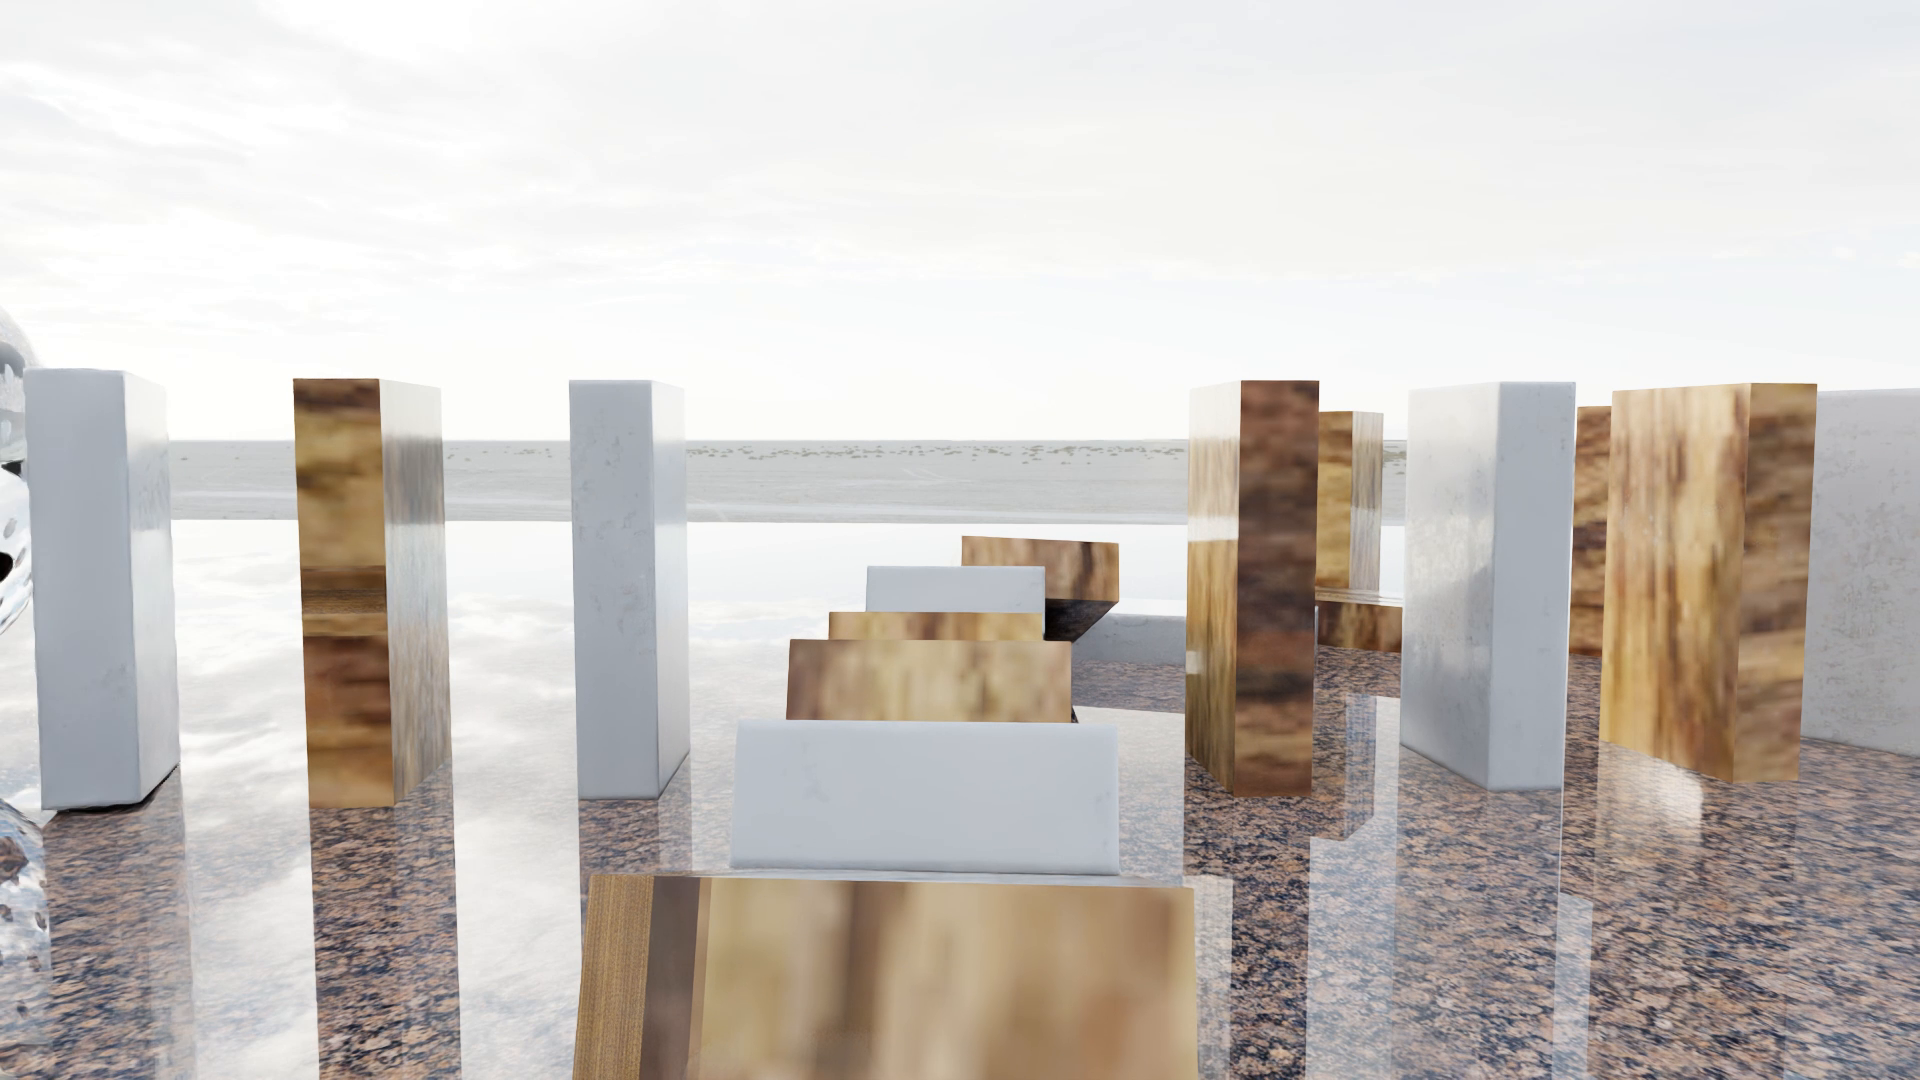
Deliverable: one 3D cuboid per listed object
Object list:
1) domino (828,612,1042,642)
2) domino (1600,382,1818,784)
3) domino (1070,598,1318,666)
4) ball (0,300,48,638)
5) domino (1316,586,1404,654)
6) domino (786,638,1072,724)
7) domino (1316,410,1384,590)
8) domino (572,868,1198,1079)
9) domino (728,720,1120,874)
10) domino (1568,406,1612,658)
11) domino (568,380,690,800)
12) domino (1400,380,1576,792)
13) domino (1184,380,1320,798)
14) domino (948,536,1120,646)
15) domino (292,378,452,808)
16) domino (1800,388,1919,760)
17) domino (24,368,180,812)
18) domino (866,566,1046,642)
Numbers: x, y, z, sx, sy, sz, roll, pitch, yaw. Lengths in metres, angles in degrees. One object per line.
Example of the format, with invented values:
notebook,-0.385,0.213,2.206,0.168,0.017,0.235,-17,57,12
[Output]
domino,-0.002,0.018,0.173,0.025,0.009,0.050,0,-12,3
domino,0.099,0.005,0.172,0.009,0.050,0.025,-1,4,-10
domino,0.045,0.018,0.259,0.050,0.009,0.025,2,5,20
ball,-0.170,-0.011,0.175,0.080,0.080,0.080,0,4,0
domino,0.085,0.017,0.280,0.050,0.009,0.025,3,6,39
domino,-0.002,0.020,0.137,0.025,0.009,0.050,0,-15,3
domino,0.092,-0.005,0.306,0.009,0.050,0.025,3,5,34
domino,-0.001,0.025,0.076,0.025,0.009,0.050,0,-14,4
domino,-0.001,0.022,0.107,0.025,0.009,0.050,0,-14,3
domino,0.137,-0.002,0.263,0.025,0.050,0.009,-3,5,-34
domino,-0.042,0.005,0.164,0.010,0.050,0.025,0,4,-3
domino,0.068,0.005,0.168,0.009,0.050,0.025,0,4,-6
domino,0.037,0.005,0.165,0.009,0.050,0.025,0,4,-4
domino,0.010,0.011,0.224,0.025,0.009,0.050,3,-15,-6
domino,-0.073,0.005,0.161,0.010,0.050,0.025,-1,4,-7
domino,0.129,0.004,0.182,0.010,0.050,0.025,-2,5,-30
domino,-0.105,0.005,0.158,0.009,0.050,0.025,-2,2,-22
domino,0.001,0.015,0.203,0.025,0.009,0.050,0,-15,3
